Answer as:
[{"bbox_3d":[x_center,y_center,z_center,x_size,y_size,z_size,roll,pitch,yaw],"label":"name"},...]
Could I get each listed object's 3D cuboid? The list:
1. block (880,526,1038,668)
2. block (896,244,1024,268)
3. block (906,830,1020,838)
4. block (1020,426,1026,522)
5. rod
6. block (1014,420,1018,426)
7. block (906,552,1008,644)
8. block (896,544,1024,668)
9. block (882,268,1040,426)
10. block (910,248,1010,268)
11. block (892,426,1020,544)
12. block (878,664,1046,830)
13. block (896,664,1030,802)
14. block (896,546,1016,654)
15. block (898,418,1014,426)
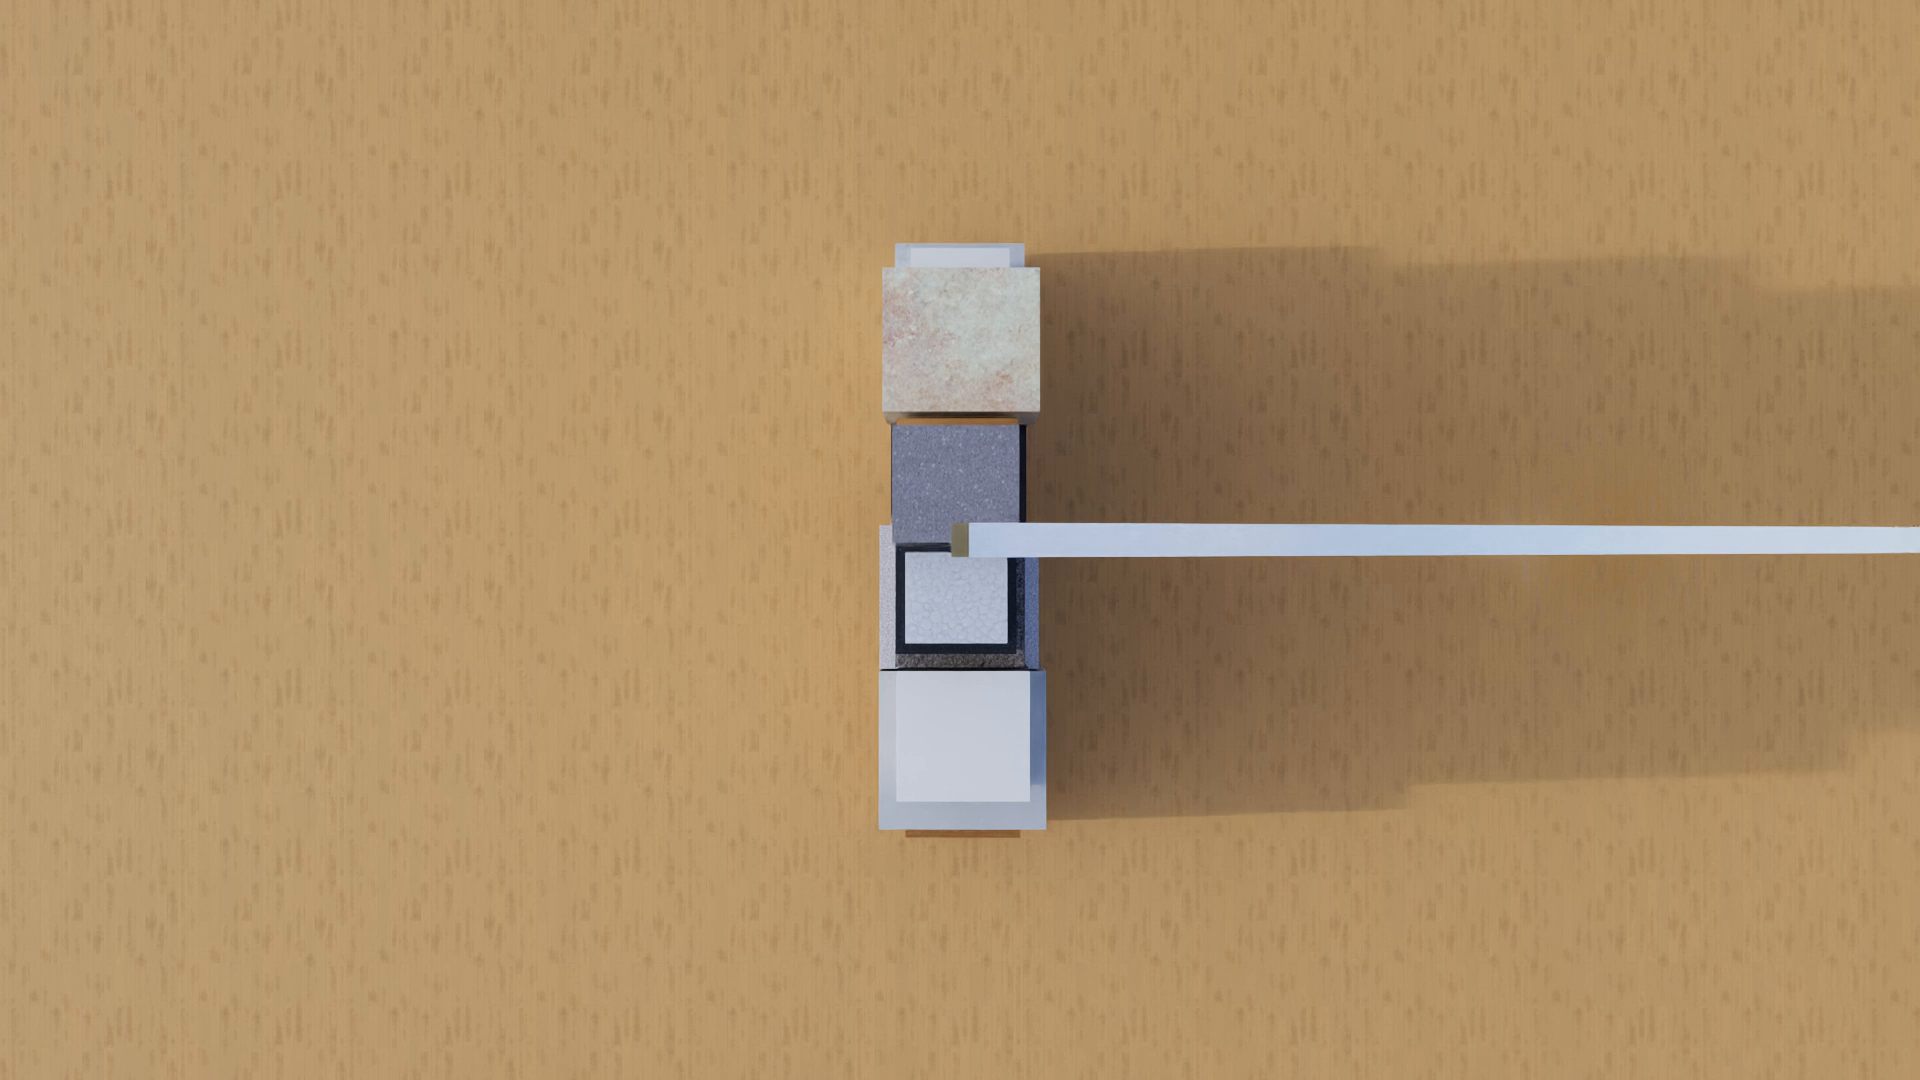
[{"bbox_3d":[-0.004,0.301,11.975,0.842,0.702,0.758,0,90,0],"label":"block"},{"bbox_3d":[-0.001,-1.328,12.677,0.727,0.646,0.676,0,90,0],"label":"block"},{"bbox_3d":[0.017,1.328,12.651,0.642,0.698,0.675,0,90,0],"label":"block"},{"bbox_3d":[-0.006,-0.492,11.910,0.708,0.833,0.799,0,89,0],"label":"block"},{"bbox_3d":[2.212,0.000,6.448,5.200,0.080,0.080,0,90,-32],"label":"rod"},{"bbox_3d":[0.010,-0.297,11.205,0.548,0.569,0.593,0,89,0],"label":"block"},{"bbox_3d":[-0.017,0.266,10.325,0.470,0.390,0.419,0,90,0],"label":"block"},{"bbox_3d":[0.000,0.331,11.323,0.651,0.601,0.616,0,90,0],"label":"block"},{"bbox_3d":[0.006,-0.964,11.108,0.768,0.782,0.704,0,88,0],"label":"block"},{"bbox_3d":[0.002,-1.227,12.010,0.525,0.661,0.625,0,87,0],"label":"block"},{"bbox_3d":[-0.019,-0.247,10.064,0.566,0.531,0.523,0,89,0],"label":"block"},{"bbox_3d":[0.013,1.106,11.930,0.880,0.744,0.832,0,90,0],"label":"block"},{"bbox_3d":[0.017,0.972,11.219,0.660,0.676,0.645,0,90,0],"label":"block"},{"bbox_3d":[-0.018,0.287,10.771,0.577,0.502,0.518,0,90,0],"label":"block"},{"bbox_3d":[-0.019,-0.287,10.625,0.552,0.590,0.564,0,89,0],"label":"block"}]
